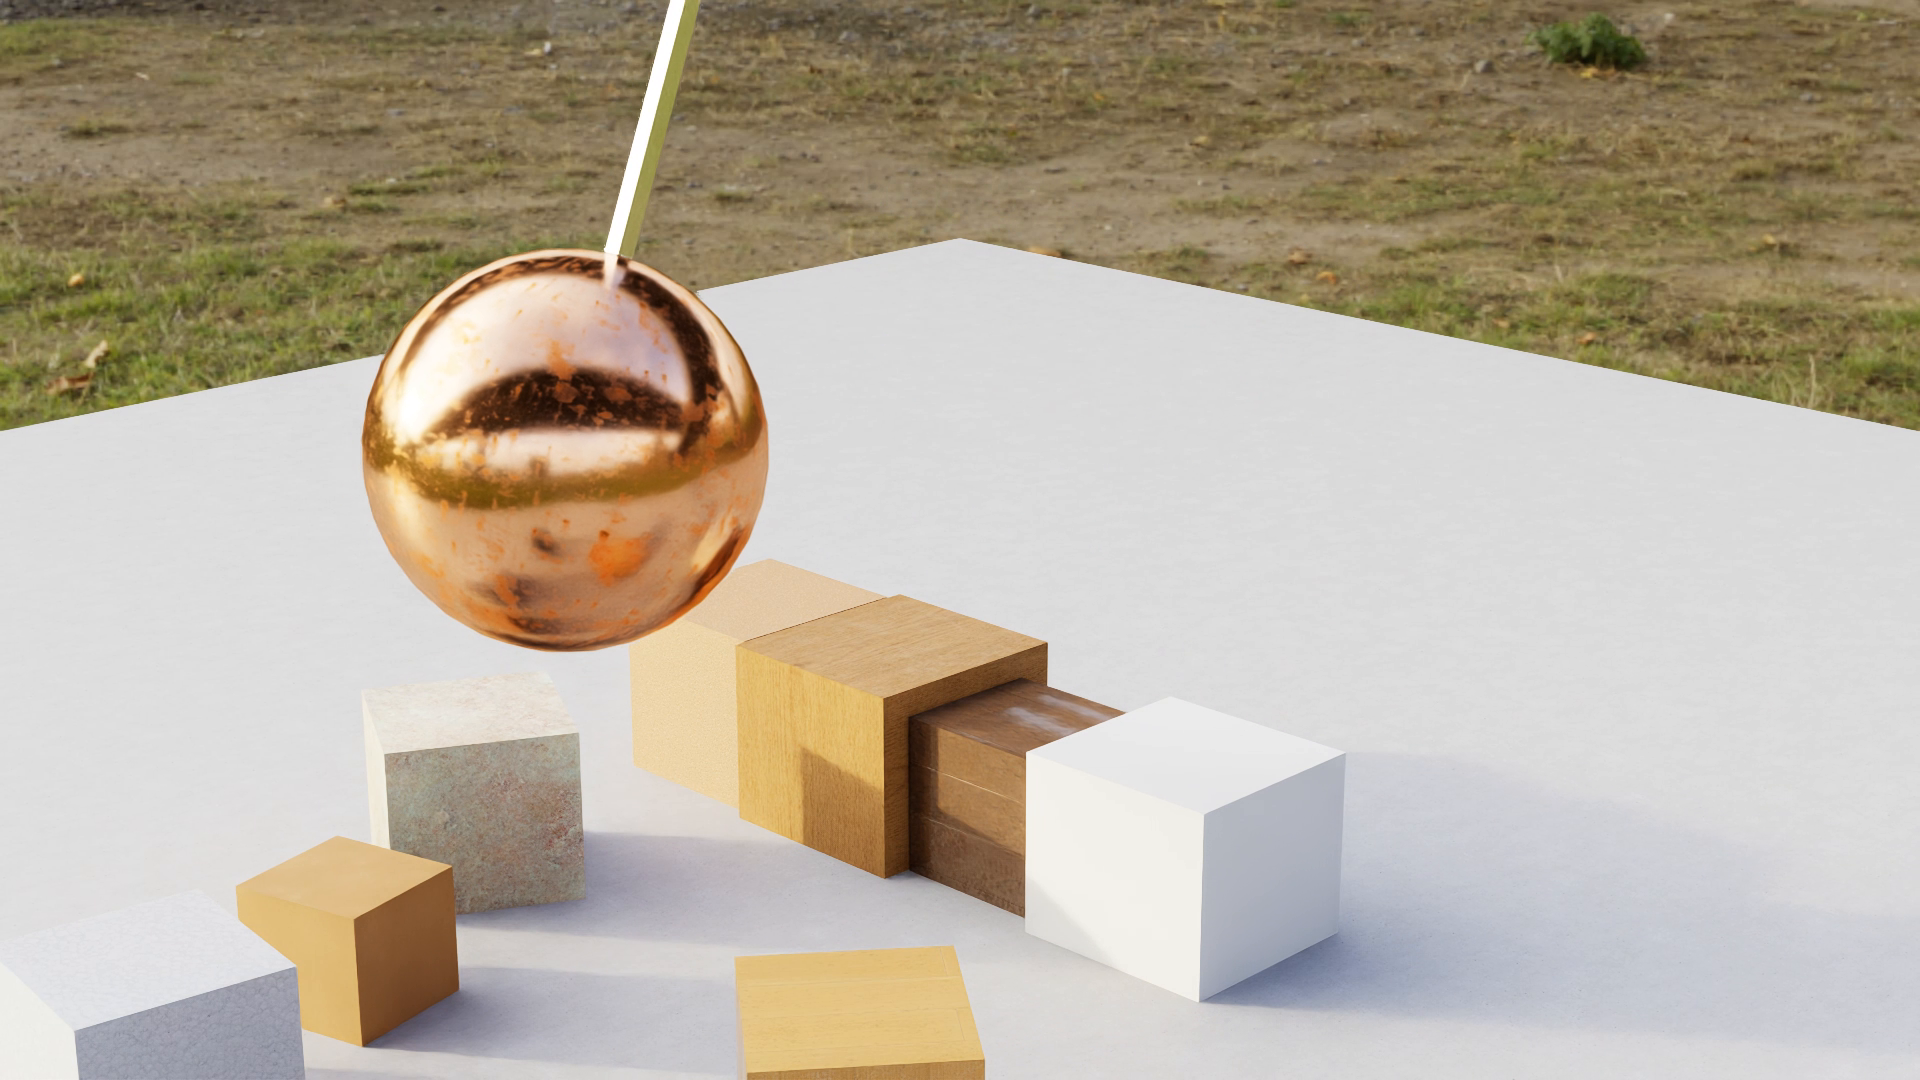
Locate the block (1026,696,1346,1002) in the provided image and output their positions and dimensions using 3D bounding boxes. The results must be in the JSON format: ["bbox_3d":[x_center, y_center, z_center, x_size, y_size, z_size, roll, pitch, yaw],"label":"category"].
[{"bbox_3d":[0.974,1.317,12.741,0.987,0.847,0.956,16,24,42],"label":"block"}]

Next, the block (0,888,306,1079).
[{"bbox_3d":[-3.058,1.905,11.035,0.853,0.748,0.879,-13,22,-36],"label":"block"}]

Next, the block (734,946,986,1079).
[{"bbox_3d":[-0.366,2.046,10.373,0.800,0.876,0.896,-2,18,-7],"label":"block"}]

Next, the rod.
[{"bbox_3d":[-0.673,-3.636,11.493,0.080,5.200,0.080,17,2,42],"label":"rod"}]

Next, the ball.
[{"bbox_3d":[-1.554,-0.354,11.602,1.600,1.600,1.600,0,17,0],"label":"ball"}]

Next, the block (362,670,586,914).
[{"bbox_3d":[-2.219,1.151,13.346,0.855,0.801,0.844,-5,18,-17],"label":"block"}]

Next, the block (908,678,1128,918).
[{"bbox_3d":[0.317,1.170,13.363,0.740,0.756,0.814,-17,24,-42],"label":"block"}]

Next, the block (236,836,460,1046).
[{"bbox_3d":[-2.531,1.651,12.149,0.632,0.564,0.607,10,20,29],"label":"block"}]

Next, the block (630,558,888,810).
[{"bbox_3d":[-1.000,0.707,14.626,0.936,0.881,0.879,-17,24,-42],"label":"block"}]

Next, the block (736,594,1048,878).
[{"bbox_3d":[-0.322,0.909,13.982,1.074,0.881,1.014,-17,24,-42],"label":"block"}]
